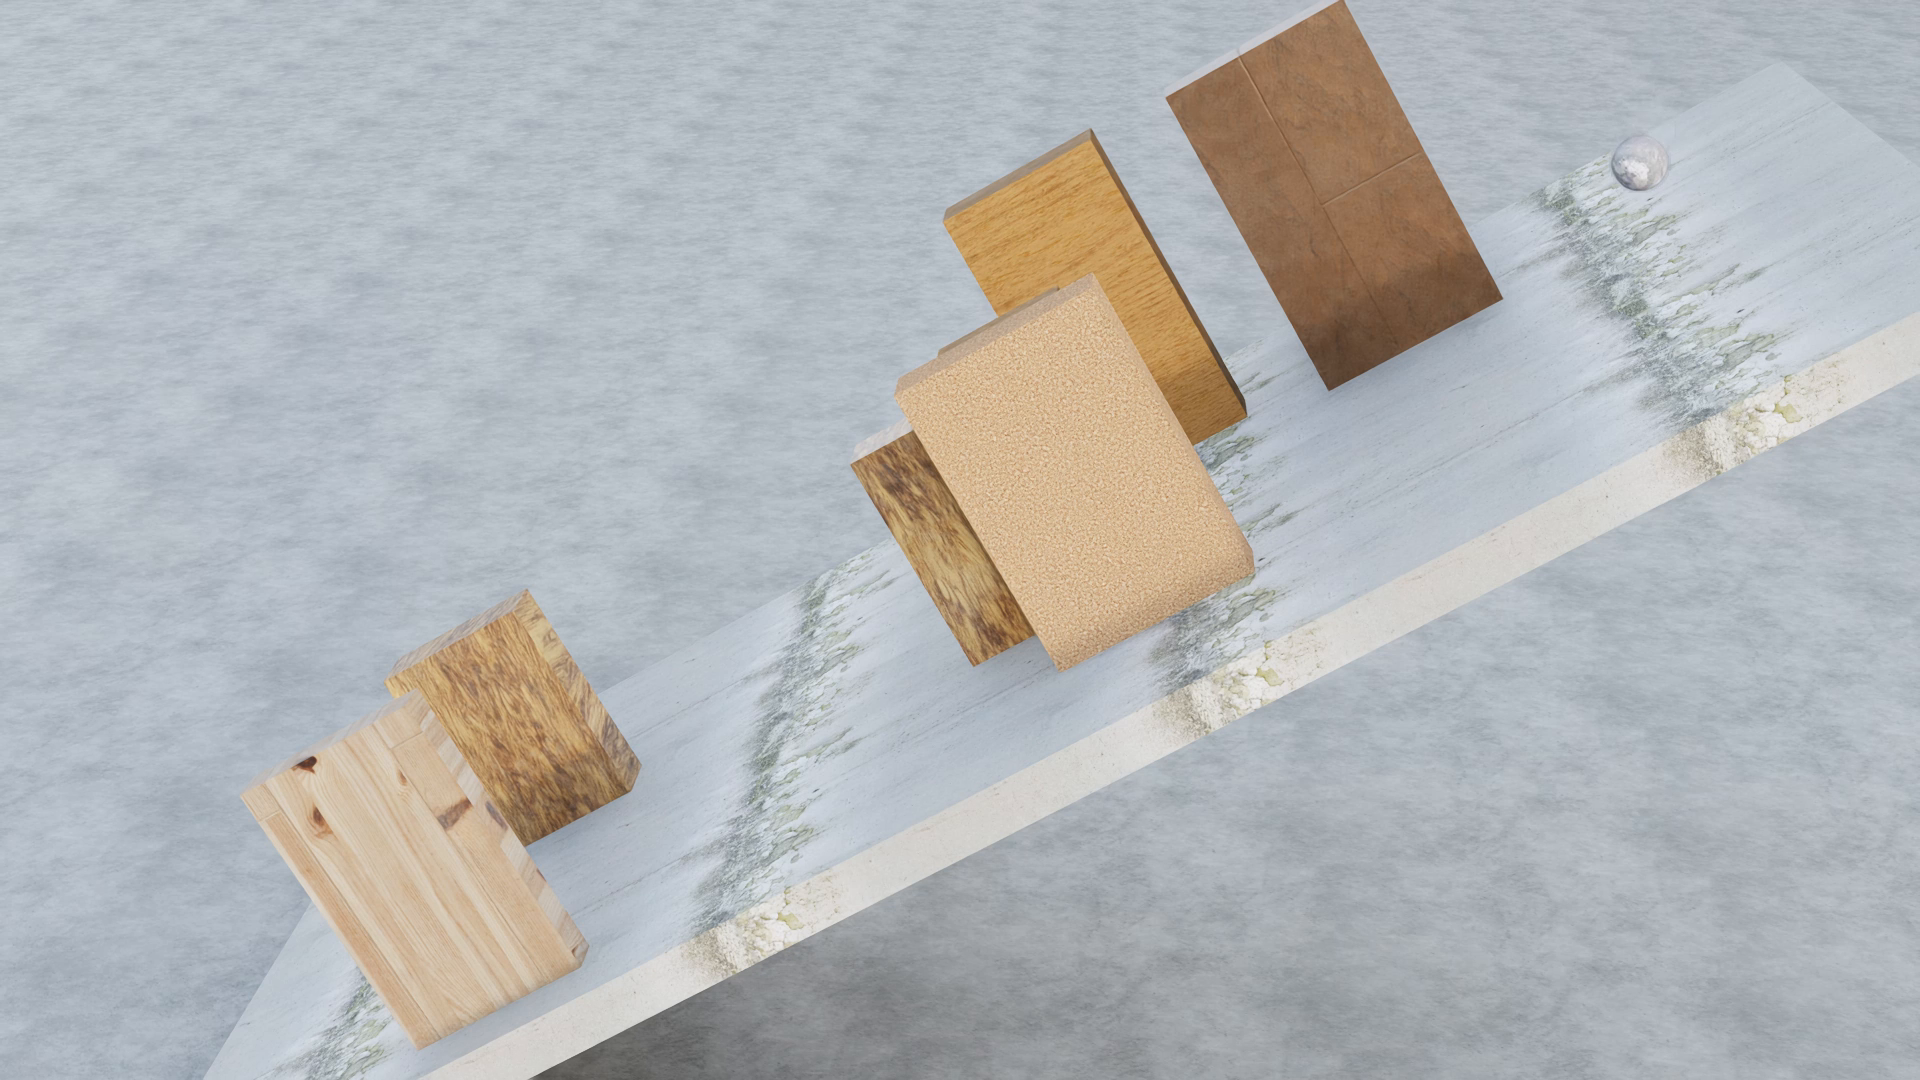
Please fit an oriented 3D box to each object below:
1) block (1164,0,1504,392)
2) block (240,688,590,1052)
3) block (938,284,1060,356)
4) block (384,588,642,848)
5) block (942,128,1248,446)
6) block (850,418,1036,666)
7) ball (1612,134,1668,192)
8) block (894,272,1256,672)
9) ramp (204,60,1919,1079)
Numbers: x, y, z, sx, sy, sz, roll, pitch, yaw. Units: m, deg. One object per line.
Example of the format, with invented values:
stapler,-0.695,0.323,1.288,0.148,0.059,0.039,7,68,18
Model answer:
block,0.802,-0.744,6.314,0.422,0.737,0.118,-28,15,12
block,-1.045,0.638,5.659,0.382,0.617,0.092,-28,15,12
block,0.227,-0.159,5.744,0.266,0.624,0.093,-28,15,12
block,-0.997,0.412,6.583,0.346,0.487,0.149,-28,15,12
block,0.305,-0.508,6.568,0.372,0.716,0.140,-28,15,12
block,0.023,-0.030,5.984,0.269,0.495,0.140,-28,15,12
ball,1.317,-0.730,5.697,0.108,0.108,0.108,0,18,0
block,0.222,-0.125,5.617,0.426,0.635,0.129,-28,15,12
ramp,0.142,0.168,6.284,4.000,0.100,2.000,-28,15,12
